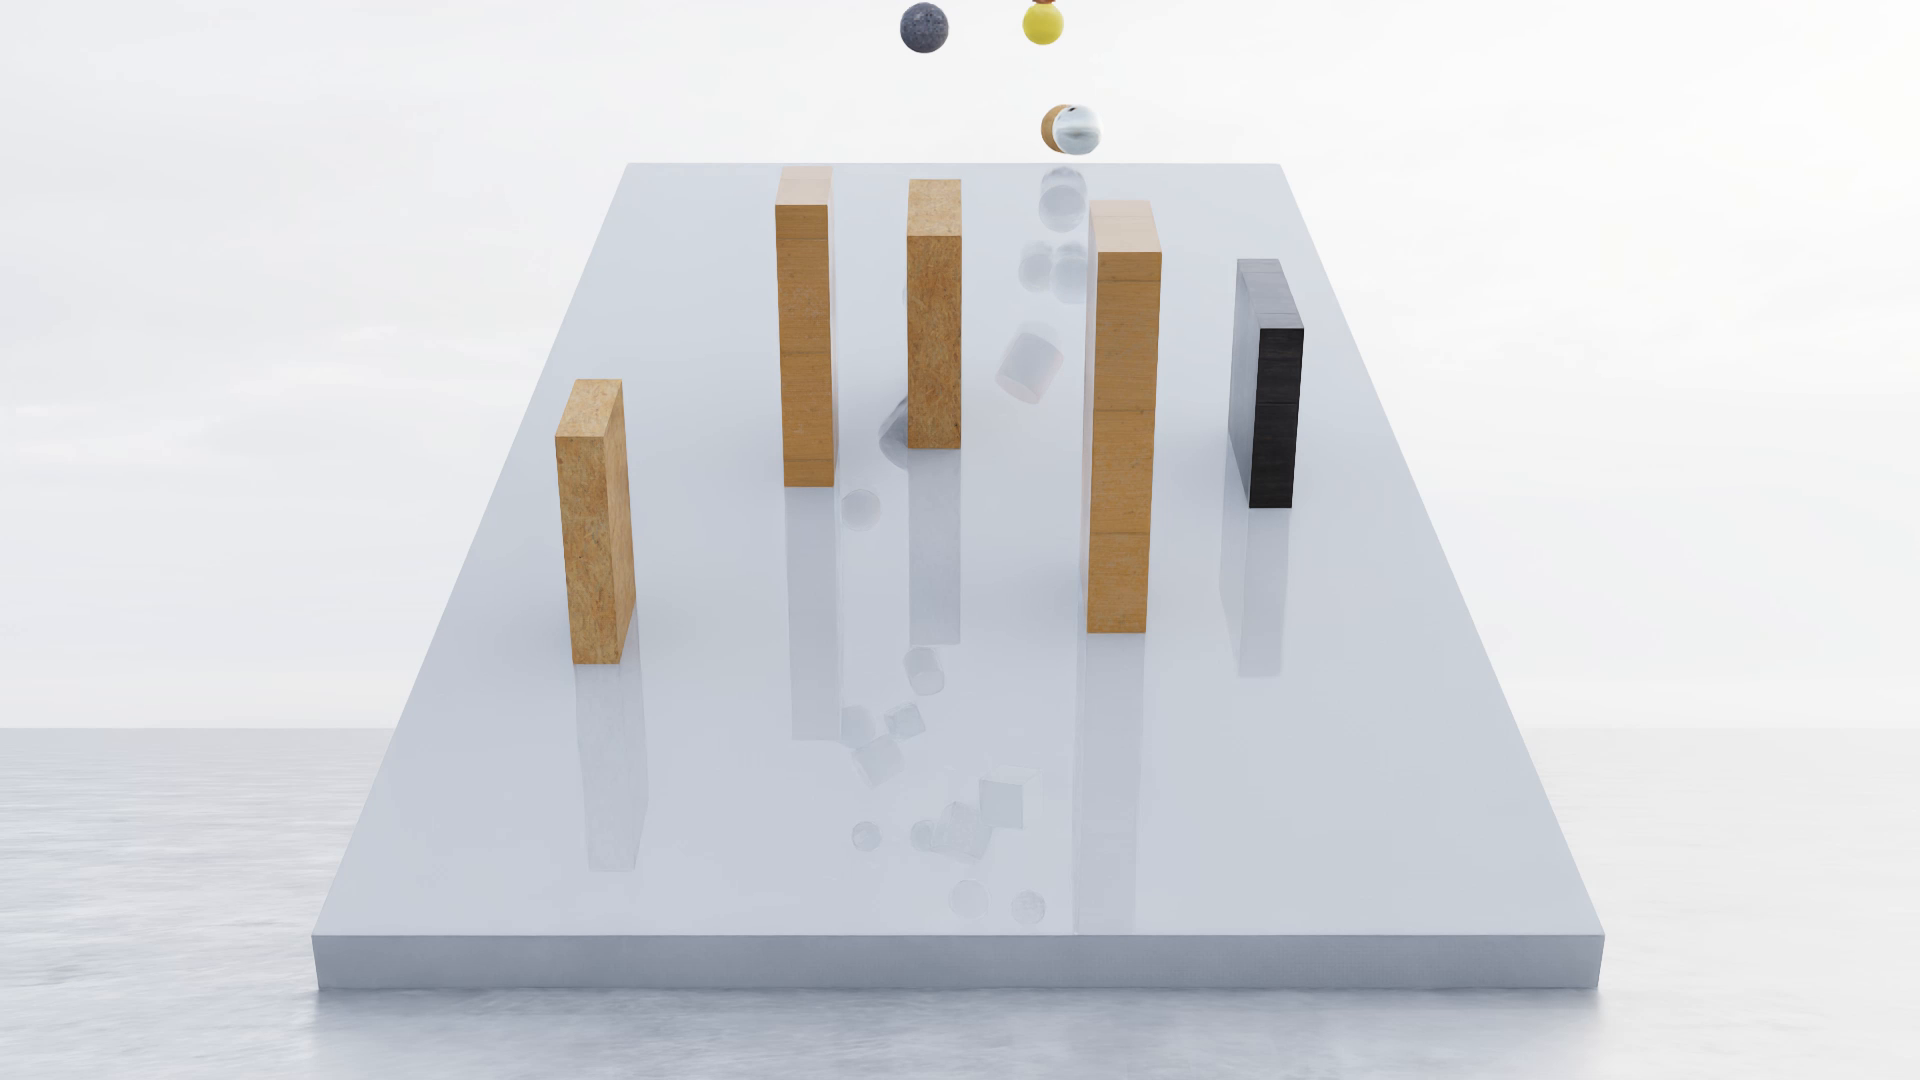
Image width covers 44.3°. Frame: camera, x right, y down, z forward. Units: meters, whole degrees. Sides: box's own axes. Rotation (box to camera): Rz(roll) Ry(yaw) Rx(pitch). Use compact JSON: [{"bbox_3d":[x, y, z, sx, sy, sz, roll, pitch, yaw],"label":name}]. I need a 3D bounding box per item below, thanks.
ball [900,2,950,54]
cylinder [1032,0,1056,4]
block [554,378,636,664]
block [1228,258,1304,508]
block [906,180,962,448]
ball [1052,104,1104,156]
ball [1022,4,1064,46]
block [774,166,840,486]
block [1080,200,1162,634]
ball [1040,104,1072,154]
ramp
[{"bbox_3d":[-0.107,-1.541,7.103,0.151,0.151,0.151,0,-4,0],"label":"ball"},{"bbox_3d":[0.226,-1.689,6.935,0.165,0.165,0.165,-3,-21,32],"label":"cylinder"},{"bbox_3d":[-0.680,-0.036,4.428,0.087,0.464,0.269,0,26,0],"label":"block"},{"bbox_3d":[0.661,-0.346,5.126,0.091,0.410,0.427,0,26,0],"label":"block"},{"bbox_3d":[-0.057,-0.519,5.370,0.119,0.501,0.401,0,26,0],"label":"block"},{"bbox_3d":[0.342,-1.188,6.838,0.148,0.148,0.148,0,-4,0],"label":"ball"},{"bbox_3d":[0.256,-1.585,7.247,0.130,0.130,0.130,0,-4,0],"label":"ball"},{"bbox_3d":[-0.327,-0.459,5.093,0.108,0.638,0.264,0,26,0],"label":"block"},{"bbox_3d":[0.300,-0.231,4.485,0.114,0.768,0.294,0,26,0],"label":"block"},{"bbox_3d":[0.321,-1.258,7.217,0.149,0.149,0.149,0,-4,0],"label":"ball"},{"bbox_3d":[-0.010,-0.228,5.461,2.000,0.100,4.000,0,26,0],"label":"ramp"}]
